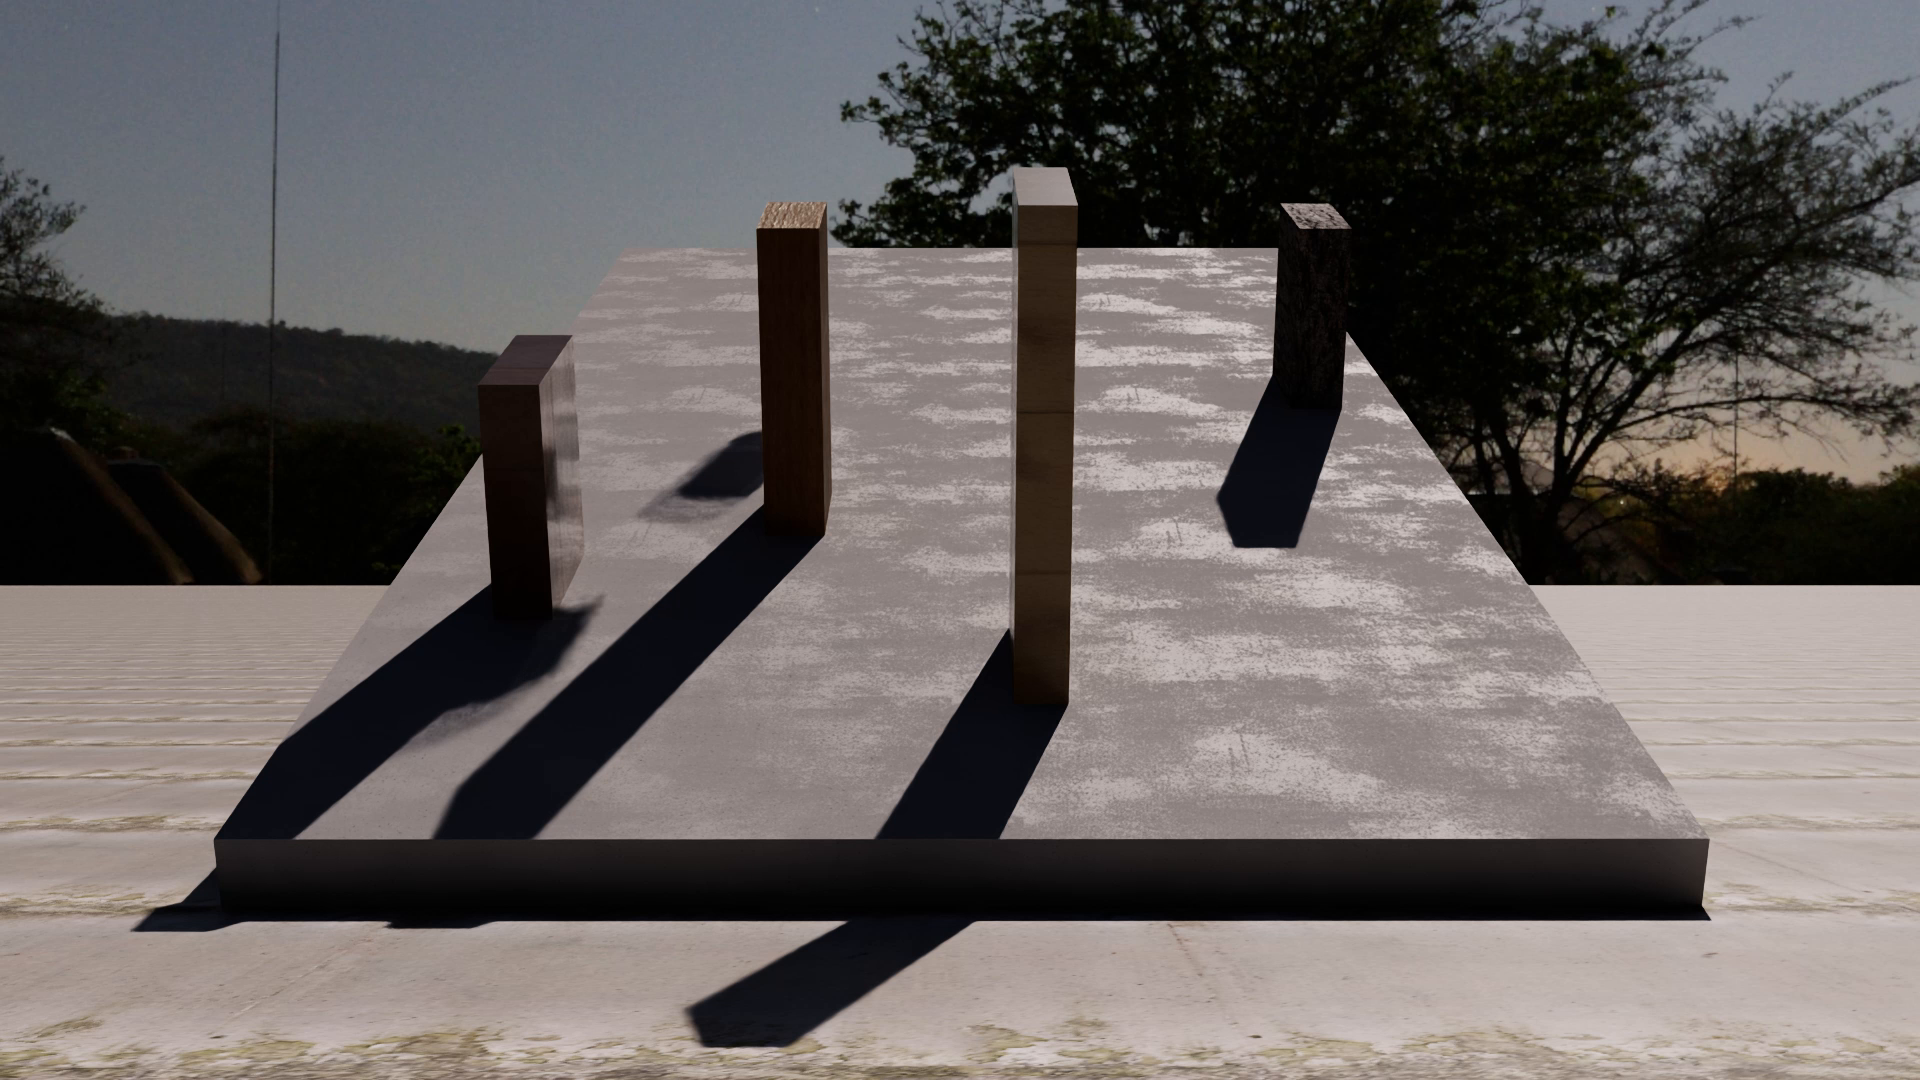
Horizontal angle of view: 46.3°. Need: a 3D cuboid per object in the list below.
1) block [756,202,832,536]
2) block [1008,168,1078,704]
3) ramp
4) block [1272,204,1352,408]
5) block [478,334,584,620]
[{"bbox_3d":[-0.309,-0.326,4.241,0.112,0.580,0.266,0,19,0],"label":"block"},{"bbox_3d":[0.124,-0.165,3.473,0.084,0.768,0.328,0,19,0],"label":"block"},{"bbox_3d":[-0.004,-0.194,4.913,2.000,0.100,4.000,0,19,0],"label":"ramp"},{"bbox_3d":[0.802,-0.538,5.139,0.115,0.409,0.306,0,19,0],"label":"block"},{"bbox_3d":[-0.735,-0.114,3.880,0.100,0.409,0.344,0,19,0],"label":"block"}]
